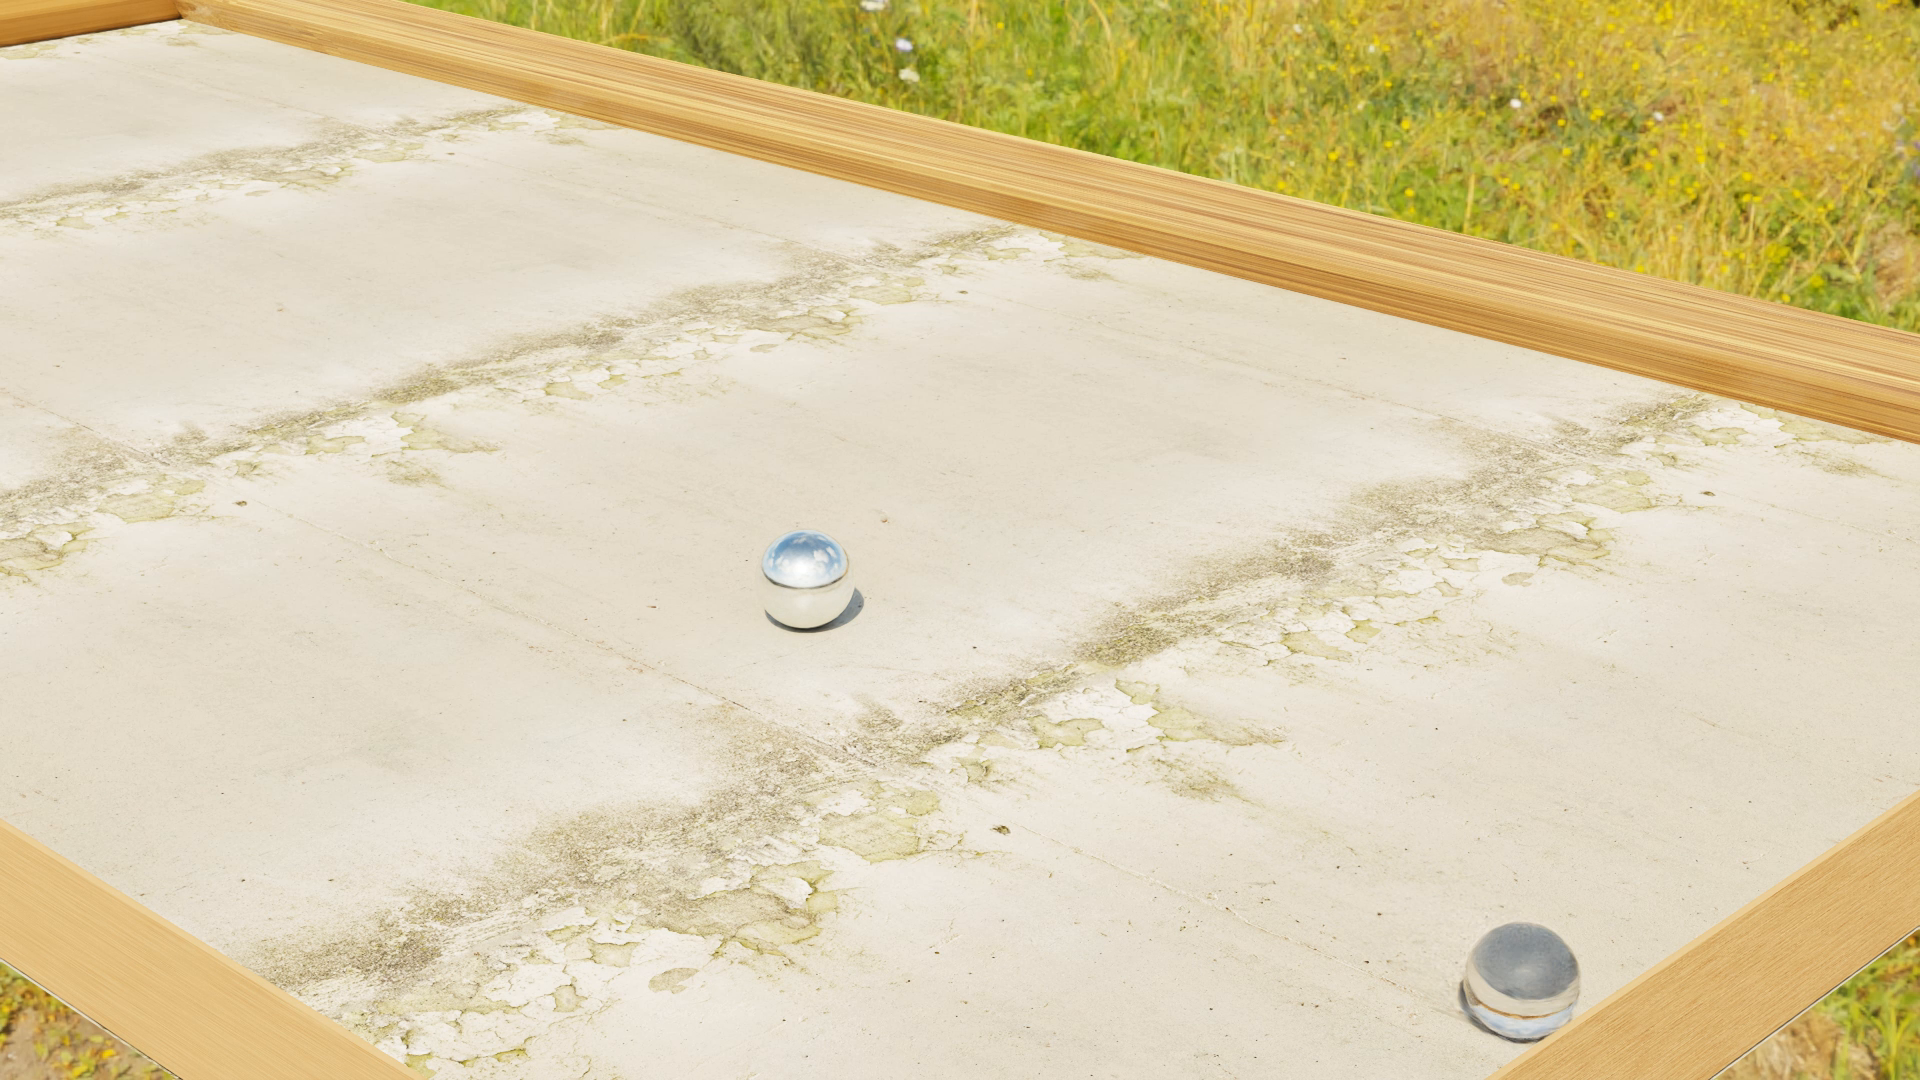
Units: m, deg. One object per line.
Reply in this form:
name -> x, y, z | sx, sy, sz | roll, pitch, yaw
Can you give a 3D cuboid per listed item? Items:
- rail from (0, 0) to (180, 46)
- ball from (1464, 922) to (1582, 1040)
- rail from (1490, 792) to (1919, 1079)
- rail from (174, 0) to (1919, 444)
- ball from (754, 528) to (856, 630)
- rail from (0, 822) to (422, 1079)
rail -> -1.979, -0.700, 4.390 | 0.045, 0.112, 1.892 | 19, 28, 40
ball -> 0.362, 0.283, 1.892 | 0.075, 0.075, 0.075 | 0, 21, 0
rail -> 0.648, 0.209, 2.031 | 0.045, 0.112, 1.892 | 19, 28, 40
rail -> -0.026, -0.485, 3.830 | 3.693, 0.112, 0.045 | 19, 28, 40
ball -> -0.133, 0.033, 2.525 | 0.086, 0.086, 0.086 | 0, 21, 0
rail -> -1.305, -0.007, 2.590 | 3.693, 0.112, 0.045 | 19, 28, 40
